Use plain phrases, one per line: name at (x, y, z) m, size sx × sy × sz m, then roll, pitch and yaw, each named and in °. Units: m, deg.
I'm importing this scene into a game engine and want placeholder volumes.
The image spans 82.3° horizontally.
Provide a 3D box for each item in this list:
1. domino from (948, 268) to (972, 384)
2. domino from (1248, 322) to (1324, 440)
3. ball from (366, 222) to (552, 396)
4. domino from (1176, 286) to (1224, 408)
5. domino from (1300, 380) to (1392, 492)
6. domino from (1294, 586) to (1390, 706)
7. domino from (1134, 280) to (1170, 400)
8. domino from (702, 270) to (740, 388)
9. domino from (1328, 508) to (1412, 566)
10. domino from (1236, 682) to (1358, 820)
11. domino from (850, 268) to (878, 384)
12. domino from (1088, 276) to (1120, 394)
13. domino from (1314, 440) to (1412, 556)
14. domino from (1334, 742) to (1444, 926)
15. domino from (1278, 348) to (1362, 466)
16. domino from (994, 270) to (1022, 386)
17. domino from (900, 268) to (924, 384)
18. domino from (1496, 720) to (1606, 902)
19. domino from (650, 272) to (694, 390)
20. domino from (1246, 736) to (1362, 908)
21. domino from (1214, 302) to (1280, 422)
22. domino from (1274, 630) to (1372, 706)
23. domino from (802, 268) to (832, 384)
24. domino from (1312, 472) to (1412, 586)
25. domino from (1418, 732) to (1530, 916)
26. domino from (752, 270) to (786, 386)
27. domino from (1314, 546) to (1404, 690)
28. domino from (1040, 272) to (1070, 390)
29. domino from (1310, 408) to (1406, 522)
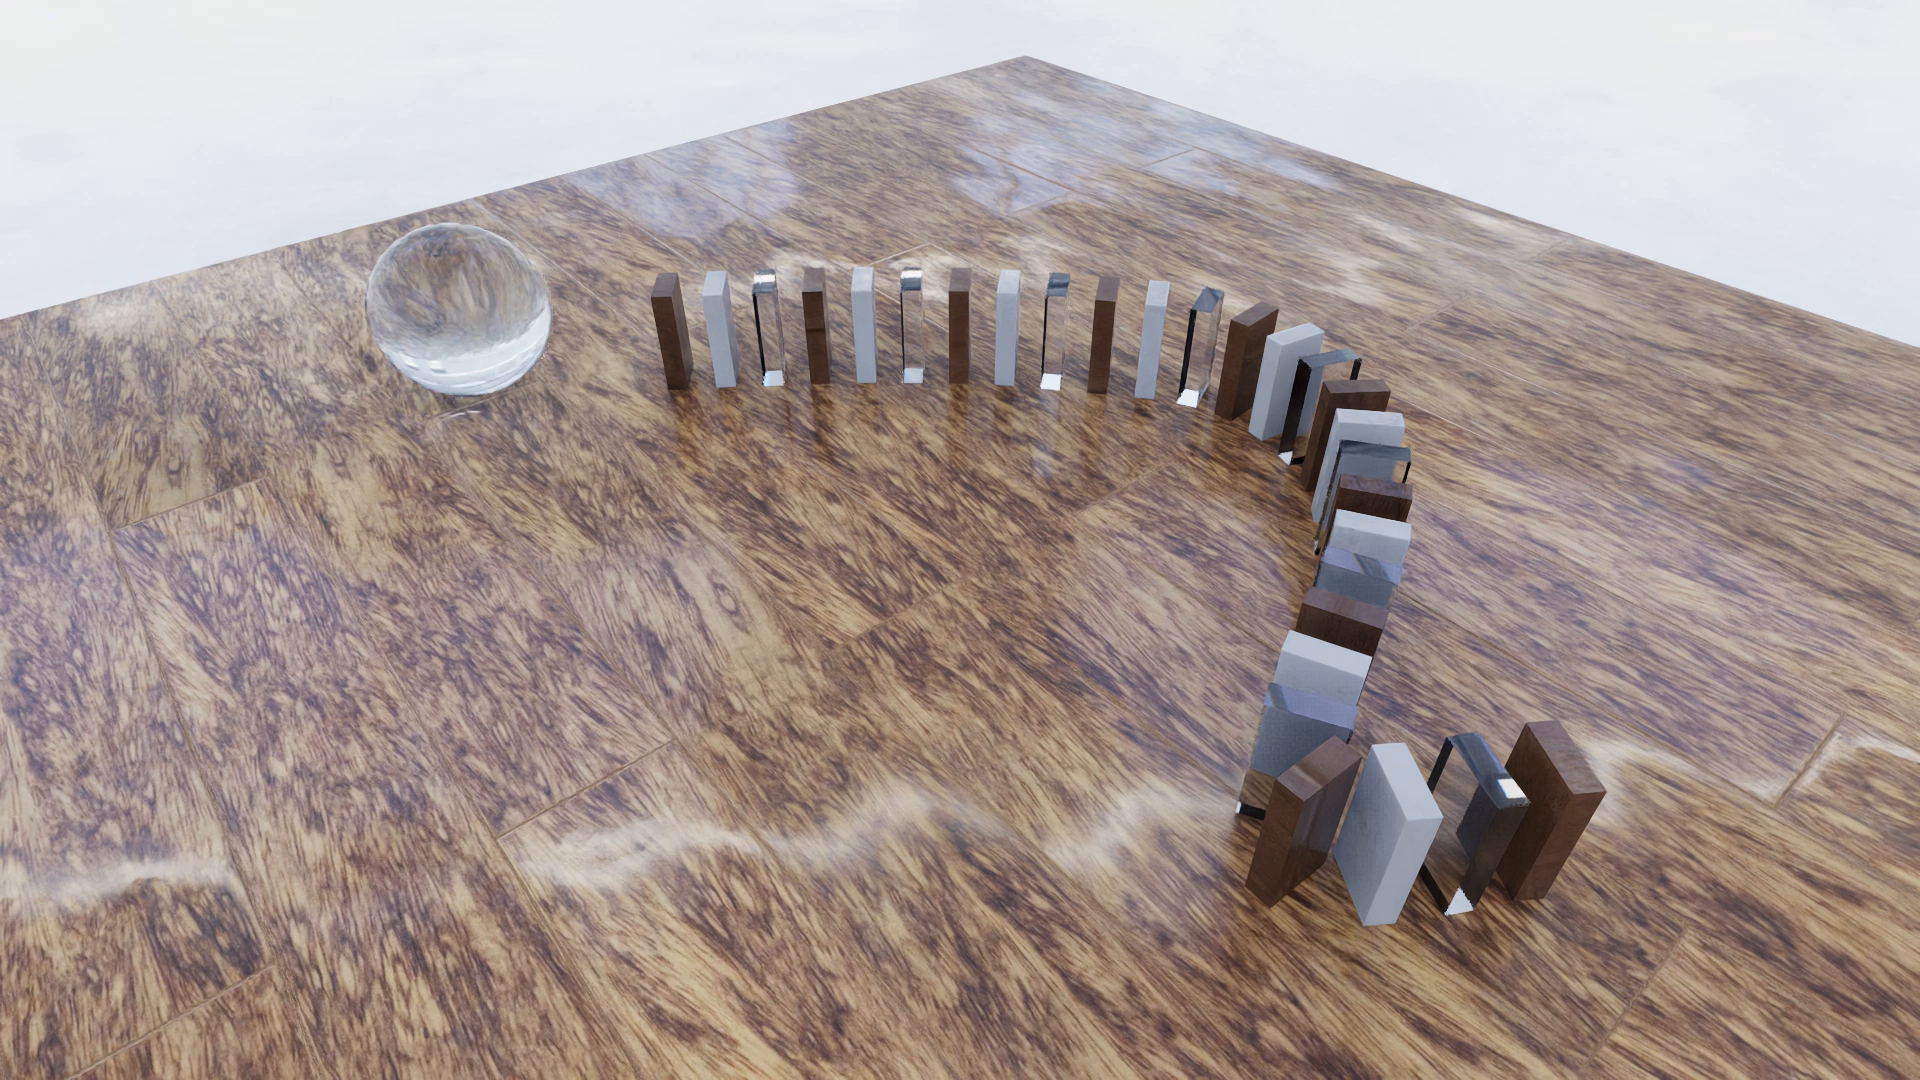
domino at (0.000, -0.105, 0.539) m, size 0.010 × 0.050 × 0.025 m, roll 2°, pitch 39°, yaw 2°
domino at (0.148, -0.071, 0.499) m, size 0.025 × 0.050 × 0.009 m, roll -20°, pitch 43°, yaw -23°
ball at (-0.236, -0.108, 0.520) m, size 0.080 × 0.080 × 0.080 m, roll 0°, pitch 39°, yaw 0°
domino at (0.114, -0.092, 0.523) m, size 0.010 × 0.050 × 0.025 m, roll 16°, pitch 42°, yaw 19°
domino at (0.162, -0.043, 0.465) m, size 0.025 × 0.050 × 0.009 m, roll -2°, pitch 39°, yaw -3°
domino at (0.121, 0.040, 0.362) m, size 0.025 × 0.050 × 0.010 m, roll 19°, pitch 43°, yaw 22°
domino at (0.092, -0.096, 0.529) m, size 0.010 × 0.050 × 0.025 m, roll 8°, pitch 40°, yaw 9°
domino at (-0.116, -0.102, 0.537) m, size 0.009 × 0.050 × 0.025 m, roll -3°, pitch 39°, yaw -4°
domino at (0.142, 0.014, 0.394) m, size 0.025 × 0.050 × 0.010 m, roll 13°, pitch 41°, yaw 16°
domino at (0.100, 0.067, 0.330) m, size 0.025 × 0.050 × 0.009 m, roll 15°, pitch 42°, yaw 17°
domino at (-0.047, -0.105, 0.540) m, size 0.009 × 0.050 × 0.025 m, roll -1°, pitch 39°, yaw -1°
domino at (0.069, -0.099, 0.532) m, size 0.010 × 0.050 × 0.025 m, roll 7°, pitch 40°, yaw 8°
domino at (0.156, -0.014, 0.429) m, size 0.025 × 0.050 × 0.009 m, roll 9°, pitch 40°, yaw 11°
domino at (0.119, 0.083, 0.310) m, size 0.010 × 0.050 × 0.025 m, roll -3°, pitch 39°, yaw -4°
domino at (0.157, -0.058, 0.482) m, size 0.025 × 0.050 × 0.009 m, roll -13°, pitch 41°, yaw -15°
domino at (0.023, -0.104, 0.538) m, size 0.010 × 0.050 × 0.025 m, roll 4°, pitch 40°, yaw 5°
domino at (-0.023, -0.105, 0.540) m, size 0.010 × 0.050 × 0.025 m, roll 0°, pitch 39°, yaw 0°
domino at (0.165, 0.078, 0.316) m, size 0.009 × 0.050 × 0.025 m, roll -4°, pitch 39°, yaw -4°
domino at (-0.140, -0.101, 0.535) m, size 0.009 × 0.050 × 0.025 m, roll -3°, pitch 39°, yaw -3°
domino at (0.097, 0.081, 0.313) m, size 0.025 × 0.050 × 0.010 m, roll -26°, pitch 46°, yaw -28°
domino at (0.133, -0.083, 0.513) m, size 0.009 × 0.050 × 0.025 m, roll 32°, pitch 49°, yaw 33°
domino at (0.110, 0.053, 0.346) m, size 0.025 × 0.050 × 0.009 m, roll 19°, pitch 43°, yaw 21°
domino at (-0.070, -0.105, 0.539) m, size 0.010 × 0.050 × 0.025 m, roll -2°, pitch 39°, yaw -2°
domino at (0.150, 0.000, 0.412) m, size 0.025 × 0.050 × 0.009 m, roll 11°, pitch 41°, yaw 14°
domino at (0.142, 0.081, 0.313) m, size 0.009 × 0.050 × 0.025 m, roll -7°, pitch 40°, yaw -9°
domino at (-0.093, -0.104, 0.538) m, size 0.009 × 0.050 × 0.025 m, roll -3°, pitch 39°, yaw -3°
domino at (0.133, 0.027, 0.378) m, size 0.025 × 0.050 × 0.009 m, roll 18°, pitch 43°, yaw 21°
domino at (0.046, -0.101, 0.535) m, size 0.010 × 0.050 × 0.025 m, roll 6°, pitch 40°, yaw 7°
domino at (0.161, -0.029, 0.447) m, size 0.025 × 0.050 × 0.009 m, roll 5°, pitch 40°, yaw 6°
